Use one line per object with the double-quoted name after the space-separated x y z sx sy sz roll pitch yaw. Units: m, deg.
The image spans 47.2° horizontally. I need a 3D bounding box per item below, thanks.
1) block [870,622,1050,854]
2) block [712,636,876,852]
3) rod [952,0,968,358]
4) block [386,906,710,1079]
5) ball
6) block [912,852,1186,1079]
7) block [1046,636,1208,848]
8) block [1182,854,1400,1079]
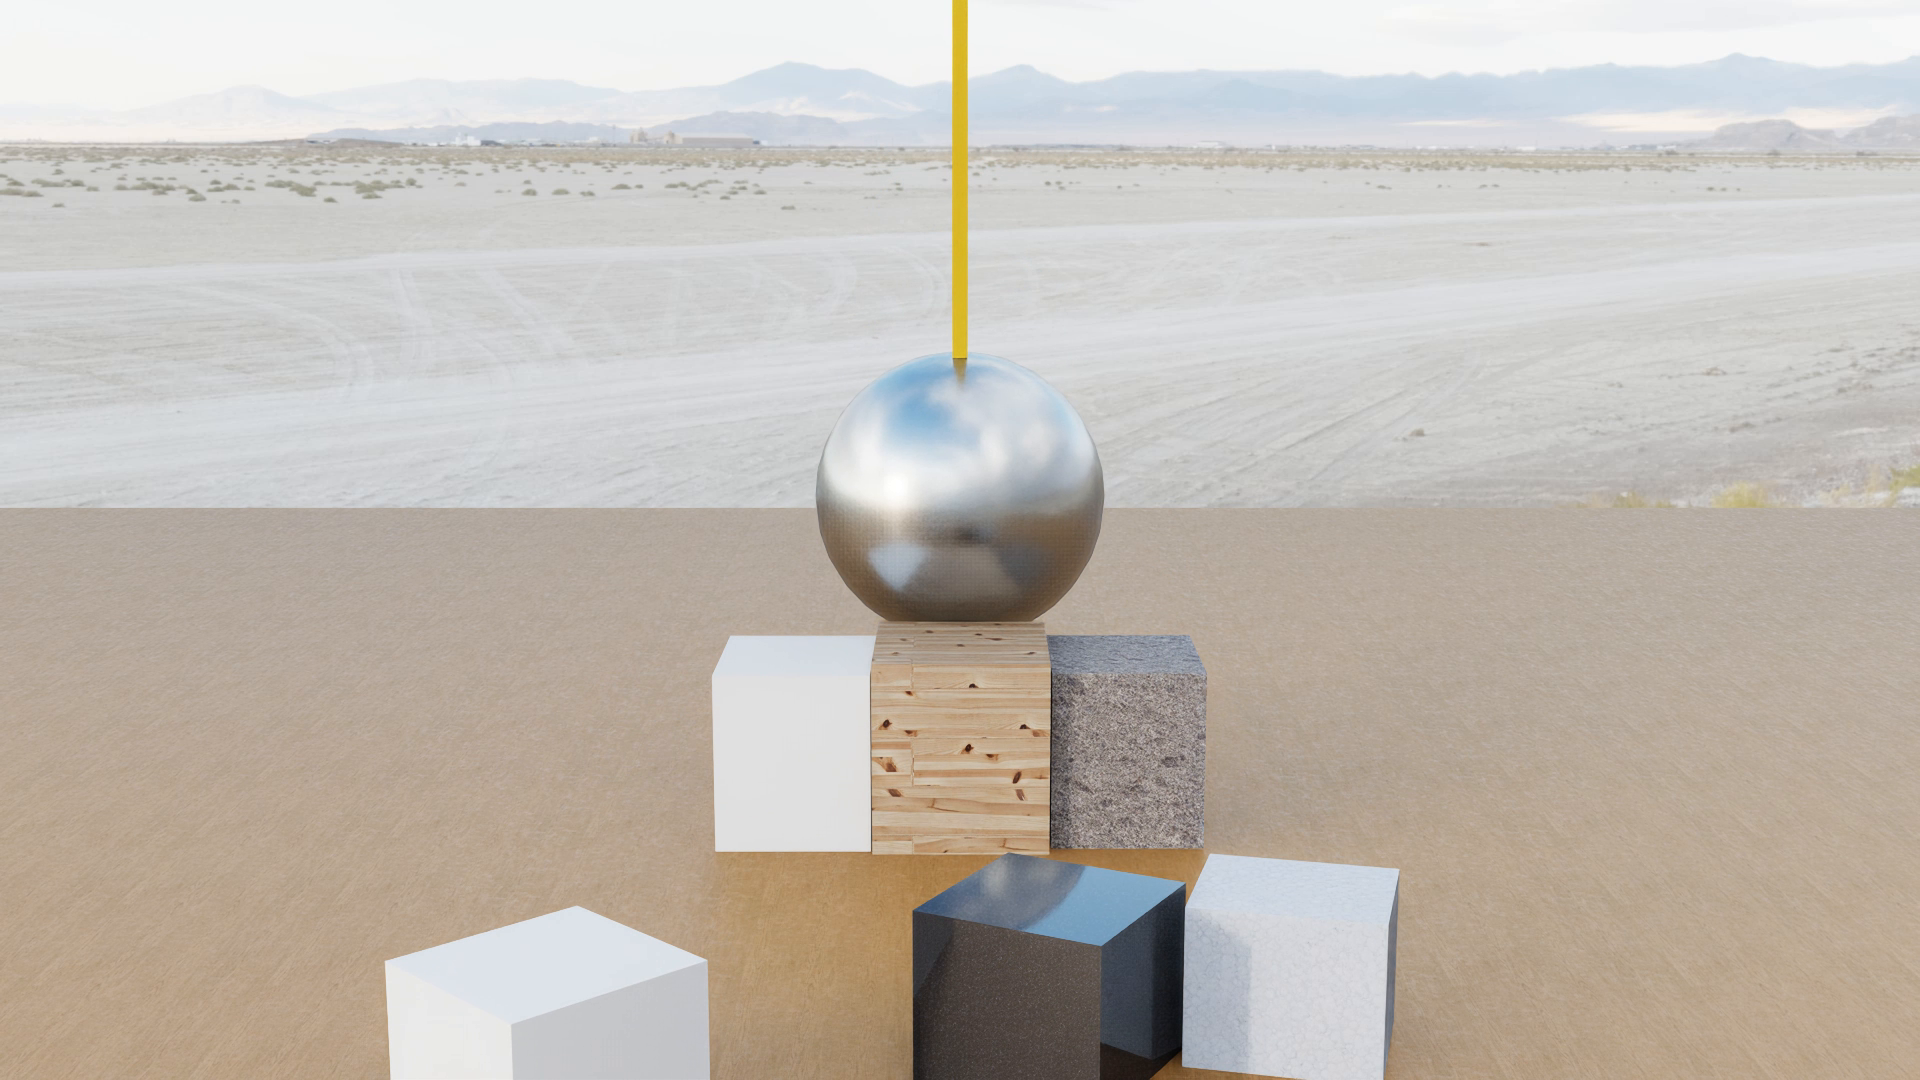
0.006 1.001 11.344 0.881 0.972 0.973 0 10 0 "block"
-0.834 1.034 11.358 0.778 0.902 0.894 0 10 0 "block"
0.000 -3.439 10.998 0.080 5.200 0.080 0 20 0 "rod"
-1.456 1.805 7.800 0.813 0.658 0.790 -10 14 -44 "block"
0.000 -0.243 12.159 1.600 1.600 1.600 0 10 0 "ball"
0.348 1.685 8.395 0.773 0.681 0.775 6 12 28 "block"
0.840 1.029 11.382 0.766 0.904 0.862 0 10 0 "block"
1.303 1.667 8.605 0.758 0.641 0.656 3 11 14 "block"
